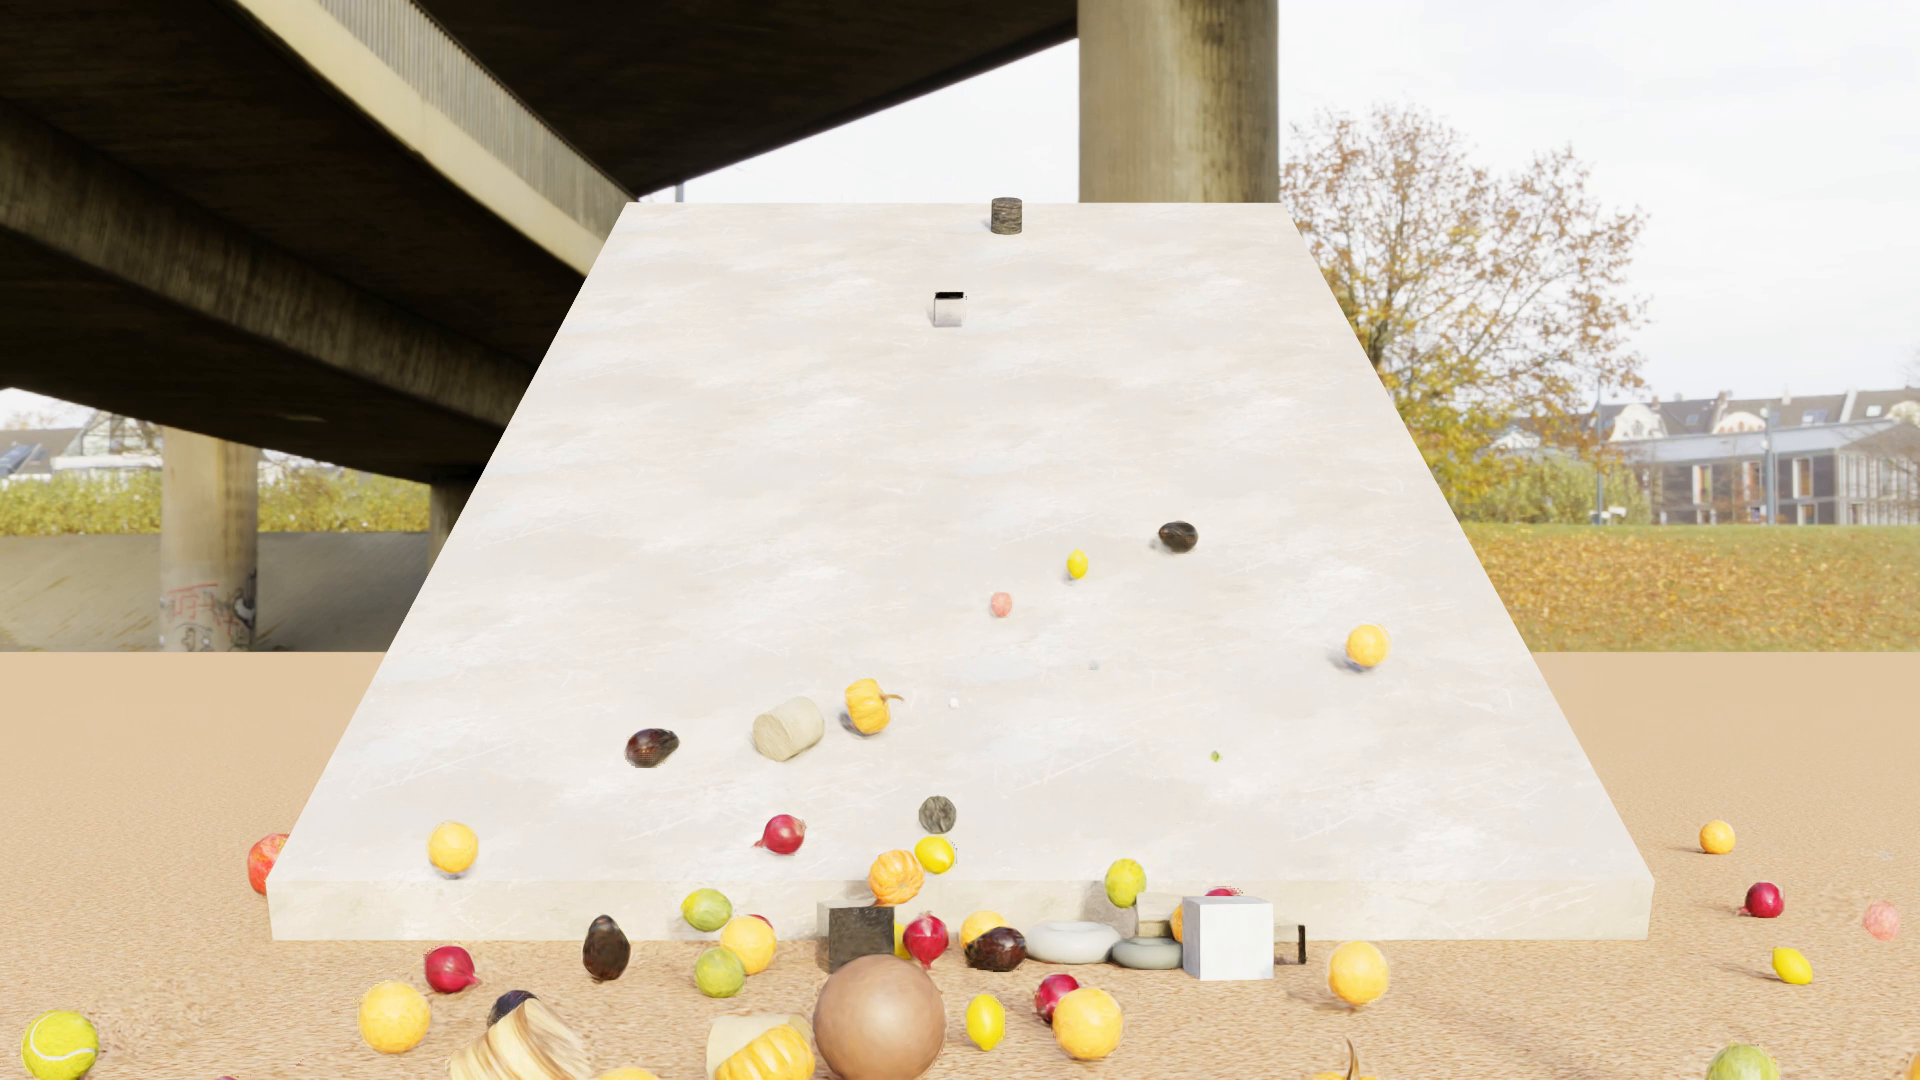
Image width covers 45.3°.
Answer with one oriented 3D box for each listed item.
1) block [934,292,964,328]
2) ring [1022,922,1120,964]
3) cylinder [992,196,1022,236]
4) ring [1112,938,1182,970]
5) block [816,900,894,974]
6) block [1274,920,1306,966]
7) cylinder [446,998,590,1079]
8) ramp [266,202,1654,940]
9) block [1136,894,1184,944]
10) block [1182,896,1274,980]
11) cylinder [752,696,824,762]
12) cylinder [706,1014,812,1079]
[{"bbox_3d":[-0.028,-0.582,5.832,0.072,0.072,0.072,1,22,3],"label":"block"},{"bbox_3d":[0.153,0.551,3.150,0.137,0.046,0.137,1,-1,0],"label":"ring"},{"bbox_3d":[0.136,-0.942,6.685,0.090,0.090,0.090,0,22,0],"label":"cylinder"},{"bbox_3d":[0.255,0.553,3.075,0.104,0.035,0.104,1,-2,0],"label":"ring"},{"bbox_3d":[-0.140,0.526,3.055,0.086,0.086,0.086,1,-3,-15],"label":"block"},{"bbox_3d":[0.434,0.545,3.116,0.053,0.053,0.053,0,-3,-8],"label":"block"},{"bbox_3d":[-0.382,0.458,1.991,0.087,0.087,0.087,-38,-6,3],"label":"cylinder"},{"bbox_3d":[-0.007,-0.222,5.182,2.000,0.100,4.000,0,22,0],"label":"ramp"},{"bbox_3d":[0.276,0.530,3.158,0.065,0.065,0.065,0,25,1],"label":"block"},{"bbox_3d":[0.349,0.519,3.005,0.096,0.096,0.096,0,-3,-8],"label":"block"},{"bbox_3d":[-0.273,0.301,3.666,0.081,0.081,0.081,-2,16,41],"label":"cylinder"},{"bbox_3d":[-0.189,0.488,2.175,0.076,0.076,0.076,-4,-4,15],"label":"cylinder"}]
